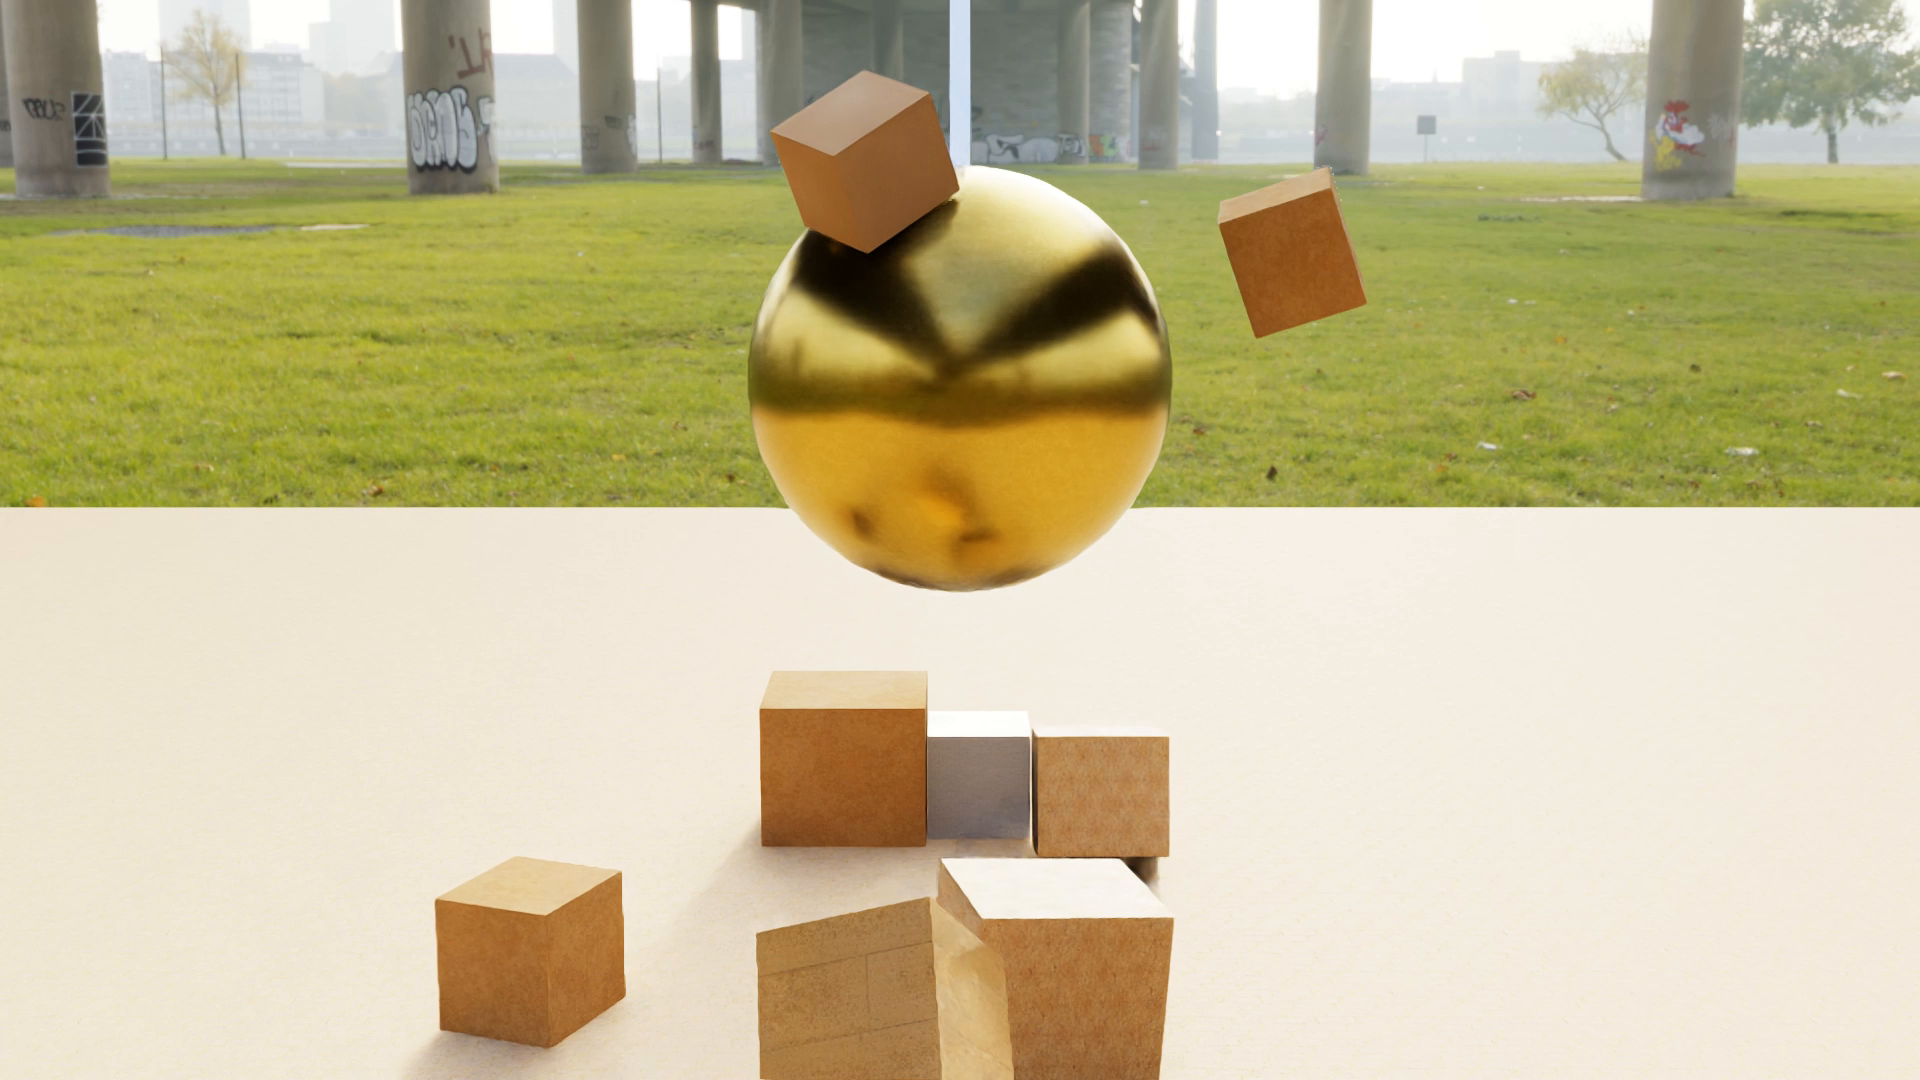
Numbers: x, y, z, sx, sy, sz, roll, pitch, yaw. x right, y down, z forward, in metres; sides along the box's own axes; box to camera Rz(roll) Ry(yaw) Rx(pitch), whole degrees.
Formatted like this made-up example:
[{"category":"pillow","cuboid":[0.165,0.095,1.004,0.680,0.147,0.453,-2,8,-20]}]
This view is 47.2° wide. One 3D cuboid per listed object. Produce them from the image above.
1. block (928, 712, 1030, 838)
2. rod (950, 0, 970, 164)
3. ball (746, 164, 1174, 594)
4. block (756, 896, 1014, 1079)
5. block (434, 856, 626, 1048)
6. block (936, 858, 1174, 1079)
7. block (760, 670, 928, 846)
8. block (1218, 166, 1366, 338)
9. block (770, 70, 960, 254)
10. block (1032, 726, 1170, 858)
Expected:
[{"category":"block","cuboid":[0.095,1.212,11.389,0.517,0.540,0.491,0,10,0]},{"category":"rod","cuboid":[0.000,-3.852,9.267,0.080,5.200,0.080,0,-17,0]},{"category":"ball","cuboid":[0.000,-0.601,8.272,1.600,1.600,1.600,0,10,0]},{"category":"block","cuboid":[-0.235,1.655,7.241,0.614,0.662,0.694,-14,-32,16]},{"category":"block","cuboid":[-1.735,1.658,8.914,0.514,0.548,0.574,4,11,22]},{"category":"block","cuboid":[0.335,1.653,8.481,0.742,0.657,0.697,2,10,-14]},{"category":"block","cuboid":[-0.586,1.121,11.395,0.826,0.718,0.789,0,10,0]},{"category":"block","cuboid":[1.285,-1.115,8.508,0.439,0.469,0.421,-17,17,13]},{"category":"block","cuboid":[-0.327,-1.323,7.663,0.434,0.395,0.379,-38,41,-22]},{"category":"block","cuboid":[0.685,1.235,10.856,0.635,0.580,0.608,0,-1,-1]}]
